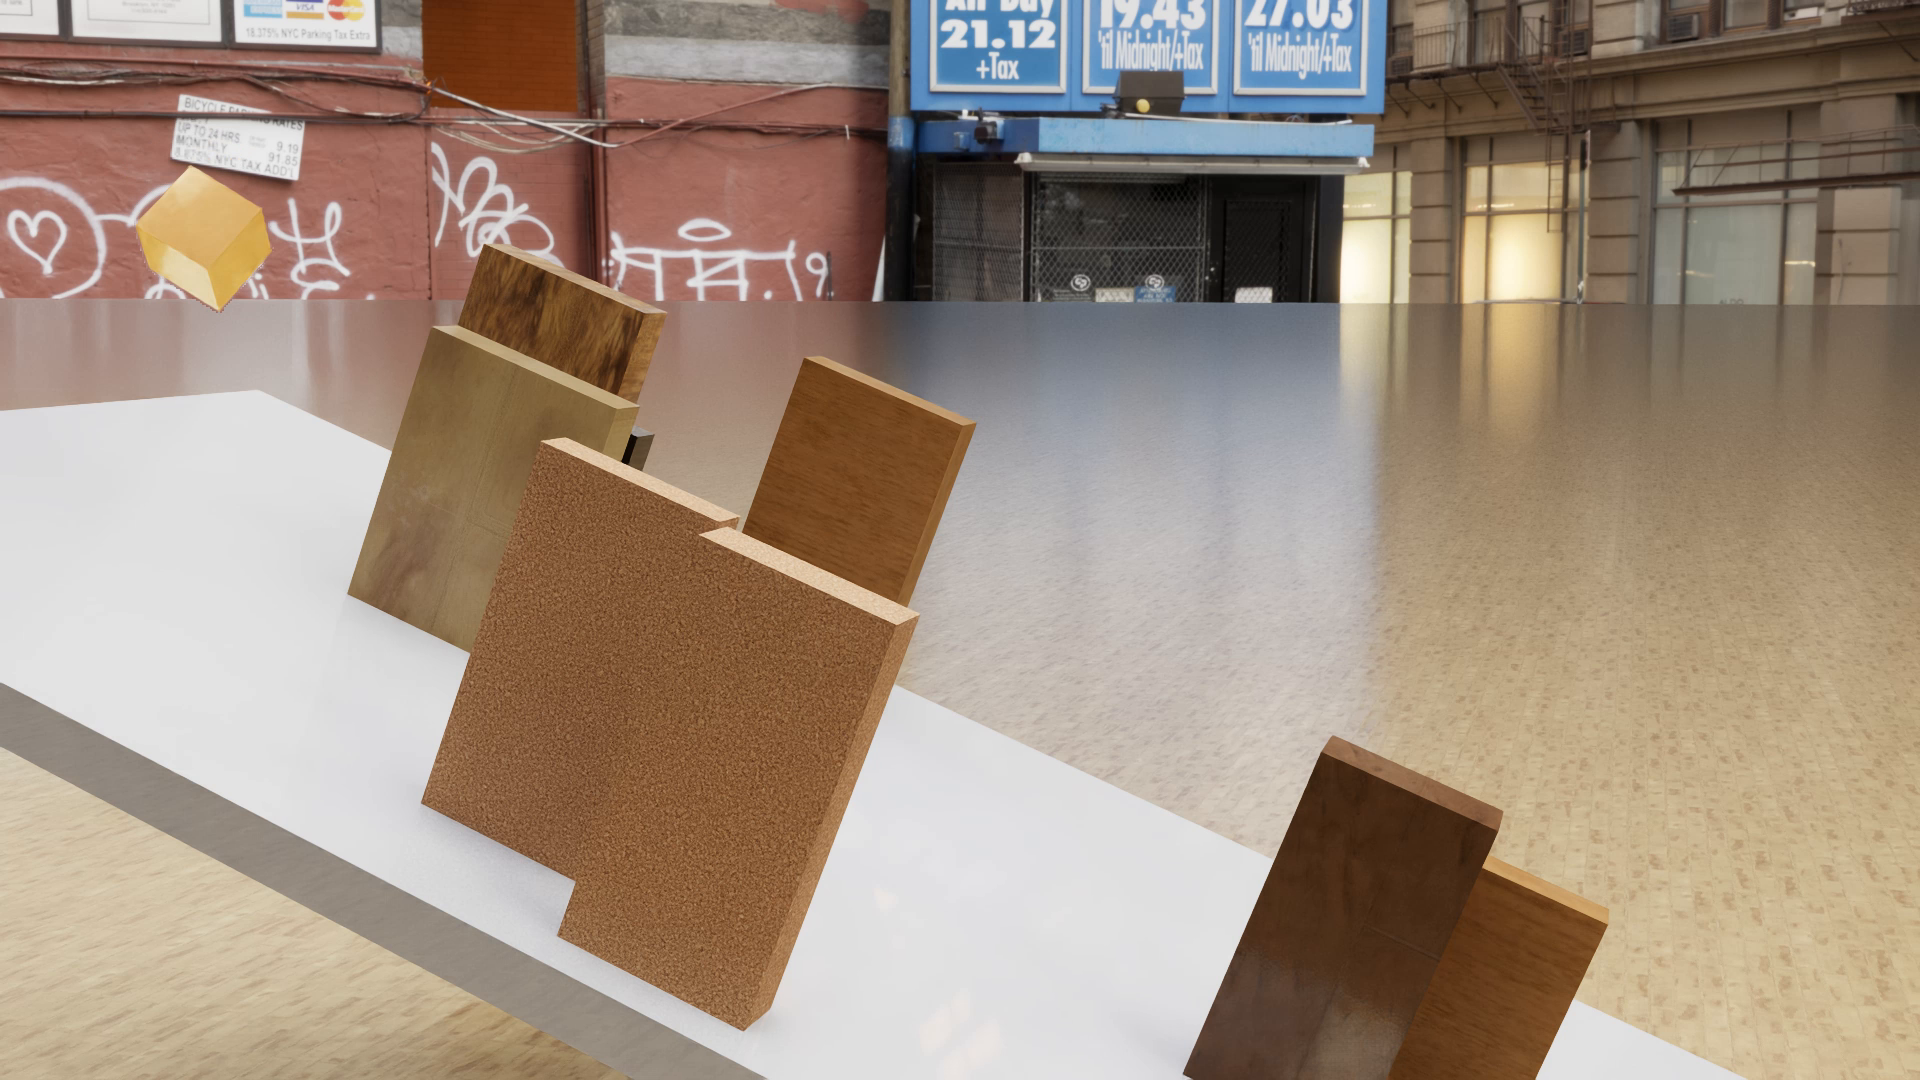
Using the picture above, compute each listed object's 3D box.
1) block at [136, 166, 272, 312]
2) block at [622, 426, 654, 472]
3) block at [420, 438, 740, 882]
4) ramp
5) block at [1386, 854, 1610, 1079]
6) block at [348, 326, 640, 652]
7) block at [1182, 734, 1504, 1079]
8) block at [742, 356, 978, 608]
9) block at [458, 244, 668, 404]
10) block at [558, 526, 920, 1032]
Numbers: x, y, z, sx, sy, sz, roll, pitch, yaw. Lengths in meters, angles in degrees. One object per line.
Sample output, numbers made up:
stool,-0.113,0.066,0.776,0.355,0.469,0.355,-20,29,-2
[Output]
block,-1.486,-0.593,4.328,0.167,0.167,0.167,31,-25,3
block,-0.922,-0.106,4.830,0.386,0.429,0.087,24,13,13
block,-0.617,0.198,3.545,0.326,0.646,0.083,24,13,13
ramp,-0.316,0.565,4.200,4.000,0.100,2.000,24,13,13
block,0.848,0.784,3.803,0.365,0.483,0.095,24,13,13
block,-0.928,-0.077,4.358,0.424,0.576,0.102,24,13,13
block,0.634,0.671,3.652,0.303,0.607,0.139,24,13,13
block,-0.271,-0.021,4.935,0.394,0.681,0.108,24,13,13
block,-0.925,-0.222,4.661,0.392,0.711,0.108,24,13,13
block,-0.335,0.355,3.282,0.327,0.669,0.107,24,13,13
